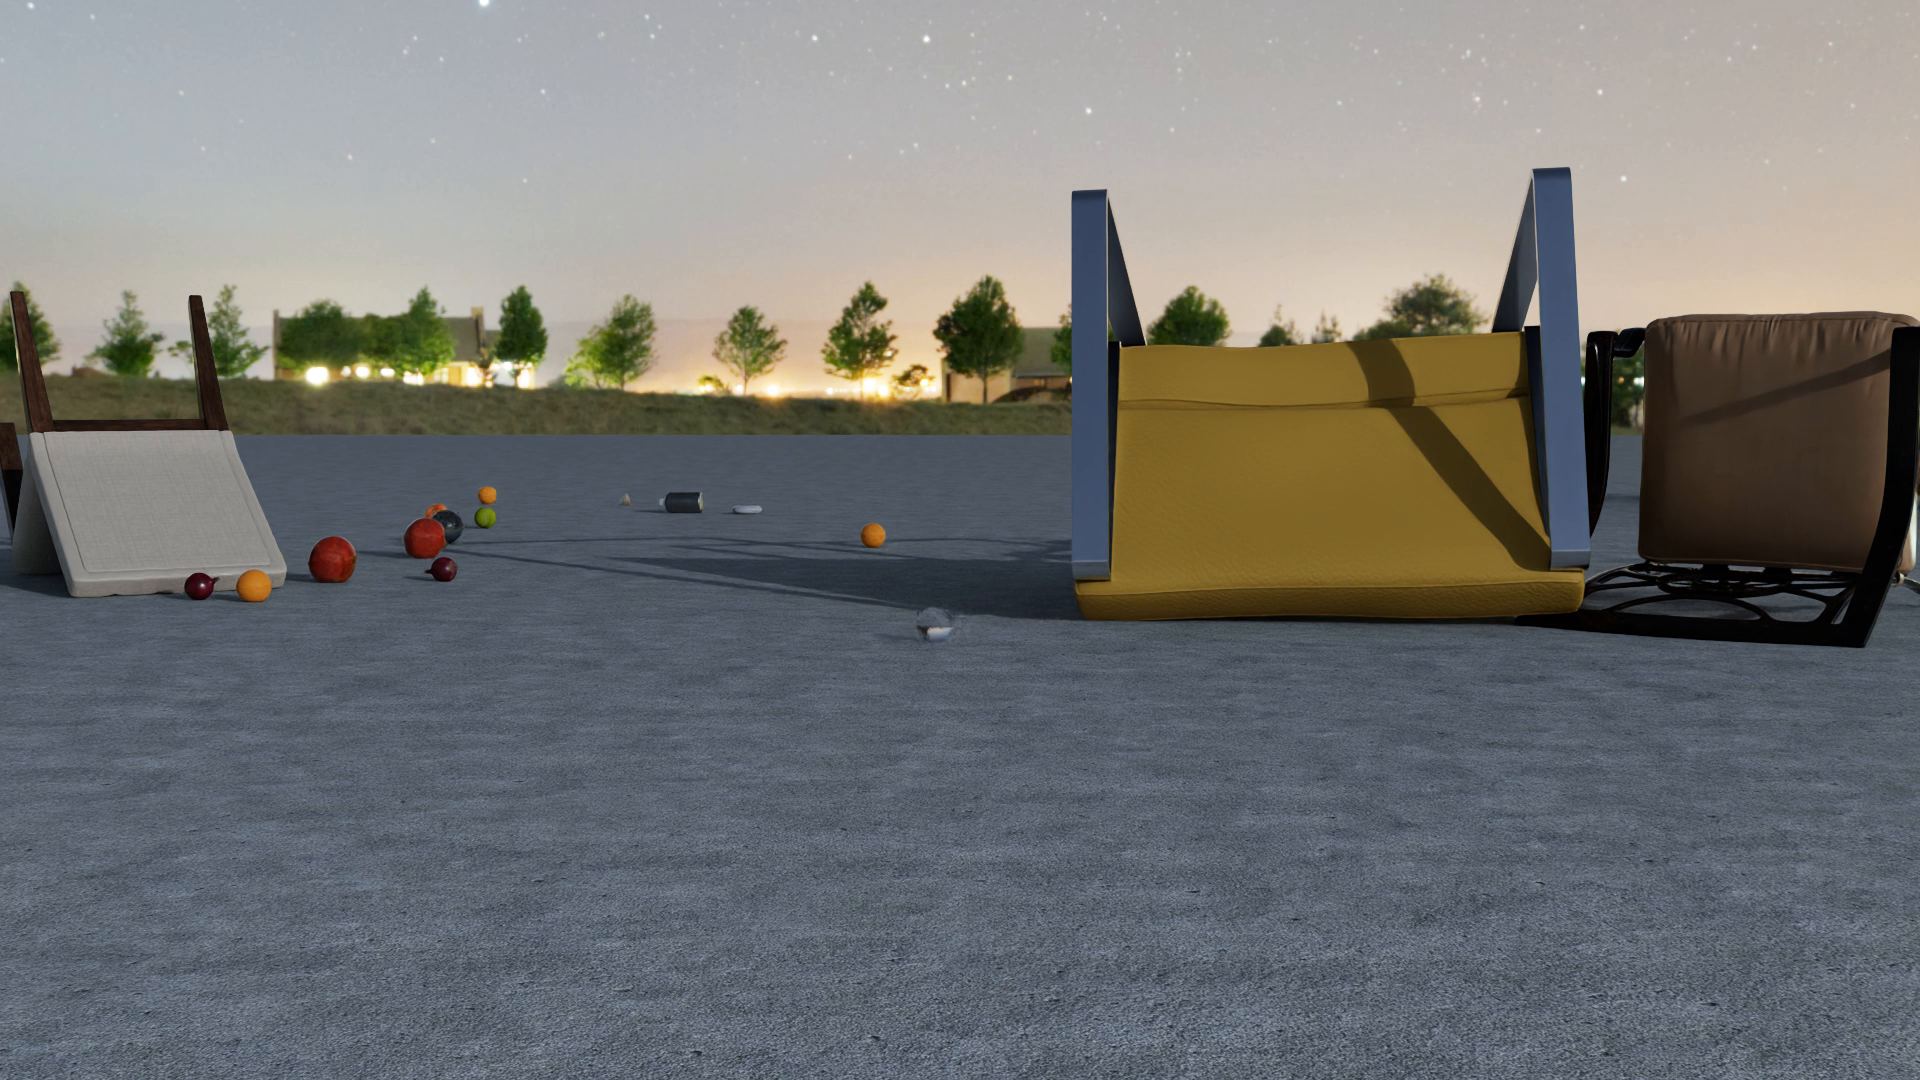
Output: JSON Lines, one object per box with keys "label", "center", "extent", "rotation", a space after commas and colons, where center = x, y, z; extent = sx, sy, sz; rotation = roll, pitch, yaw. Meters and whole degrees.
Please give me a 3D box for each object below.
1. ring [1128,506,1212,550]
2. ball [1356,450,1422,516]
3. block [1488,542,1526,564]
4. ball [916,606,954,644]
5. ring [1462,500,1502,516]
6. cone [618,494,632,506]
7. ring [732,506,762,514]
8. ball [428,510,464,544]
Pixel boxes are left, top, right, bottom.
{"label": "ring", "center": [0.591, -0.033, 6.181], "extent": [0.231, 0.118, 0.242], "rotation": [2, 6, 38]}
{"label": "ball", "center": [1.528, -0.204, 7.835], "extent": [0.231, 0.231, 0.231], "rotation": [0, 4, 0]}
{"label": "block", "center": [1.409, 0.033, 5.671], "extent": [0.050, 0.054, 0.081], "rotation": [-3, 5, -35]}
{"label": "ball", "center": [-0.044, 0.150, 3.885], "extent": [0.065, 0.065, 0.065], "rotation": [0, 4, 0]}
{"label": "ring", "center": [1.873, -0.115, 7.891], "extent": [0.137, 0.047, 0.157], "rotation": [-1, 5, -1]}
{"label": "cone", "center": [-1.286, -0.146, 8.497], "extent": [0.041, 0.056, 0.071], "rotation": [34, -15, -12]}
{"label": "ring", "center": [-0.767, -0.109, 7.919], "extent": [0.116, 0.029, 0.089], "rotation": [-2, 4, -42]}
{"label": "ball", "center": [-1.493, -0.038, 6.385], "extent": [0.098, 0.098, 0.098], "rotation": [0, 4, 0]}
